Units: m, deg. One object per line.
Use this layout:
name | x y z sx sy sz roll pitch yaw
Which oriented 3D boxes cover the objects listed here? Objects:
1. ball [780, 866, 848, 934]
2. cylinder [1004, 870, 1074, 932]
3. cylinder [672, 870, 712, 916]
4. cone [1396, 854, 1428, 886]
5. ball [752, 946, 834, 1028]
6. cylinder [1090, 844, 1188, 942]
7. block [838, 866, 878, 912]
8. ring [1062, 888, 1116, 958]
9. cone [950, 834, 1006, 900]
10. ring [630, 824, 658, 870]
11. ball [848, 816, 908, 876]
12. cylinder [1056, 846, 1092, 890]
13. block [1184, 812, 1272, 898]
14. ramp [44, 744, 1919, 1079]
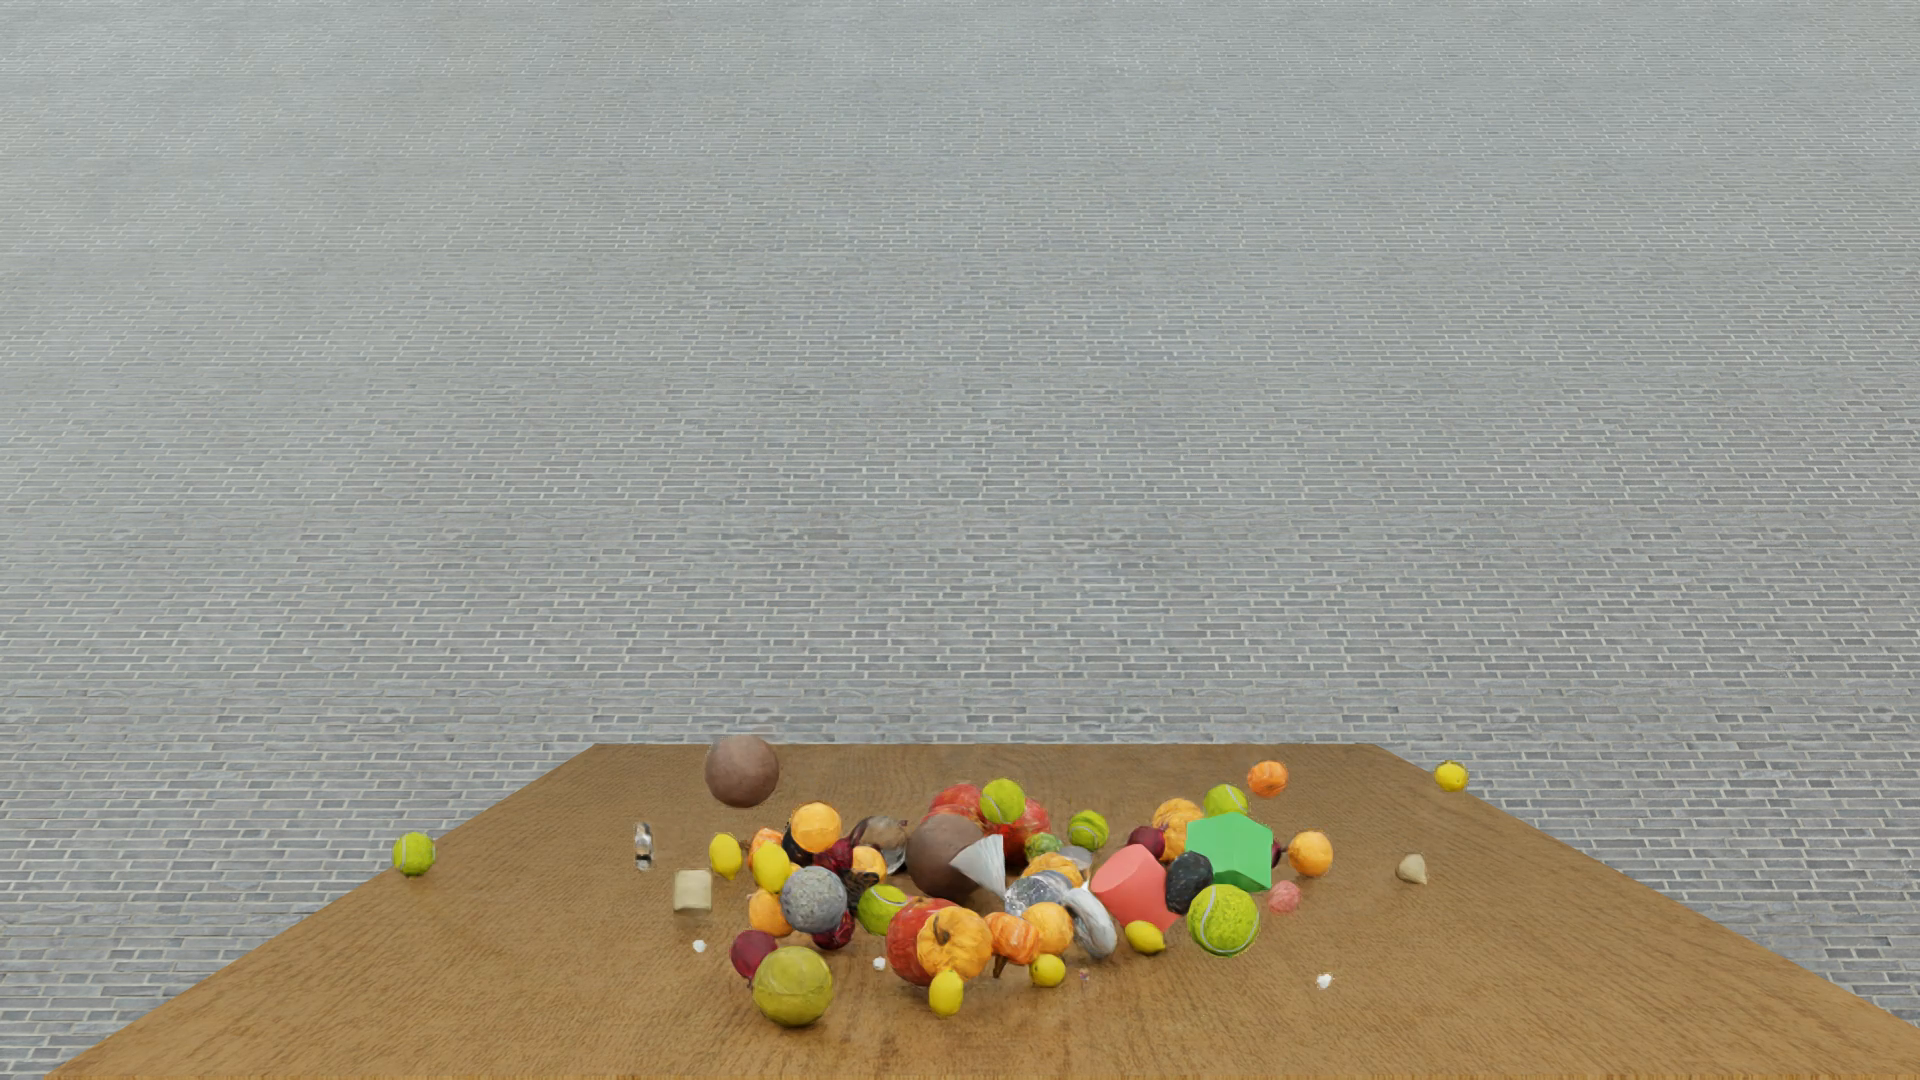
ball | -0.190 0.467 3.355 0.088 0.088 0.088 0 29 0
cylinder | 0.112 0.501 3.589 0.077 0.077 0.077 13 5 22
cylinder | -0.374 0.495 3.621 0.055 0.055 0.055 0 69 0
cone | 0.716 0.526 4.037 0.052 0.052 0.052 -12 28 -20
ball | -0.186 0.498 2.886 0.091 0.091 0.091 0 29 0
cylinder | 0.241 0.474 3.478 0.093 0.093 0.093 -37 15 12
block | -0.150 0.503 3.724 0.053 0.053 0.053 11 -4 -6
ring | 0.166 0.493 3.326 0.033 0.098 0.098 -28 38 -21
cone | 0.046 0.488 3.755 0.090 0.090 0.090 -20 68 -31
ring | -0.512 0.497 4.184 0.026 0.078 0.078 15 22 -27
ball | -0.130 0.489 4.130 0.097 0.097 0.097 0 29 0
cylinder | 0.171 0.499 3.906 0.054 0.054 0.054 4 37 -3
block | 0.380 0.447 3.659 0.087 0.087 0.087 -19 53 39
ramp | 0.065 0.585 4.633 2.000 0.100 4.000 0 0 0
